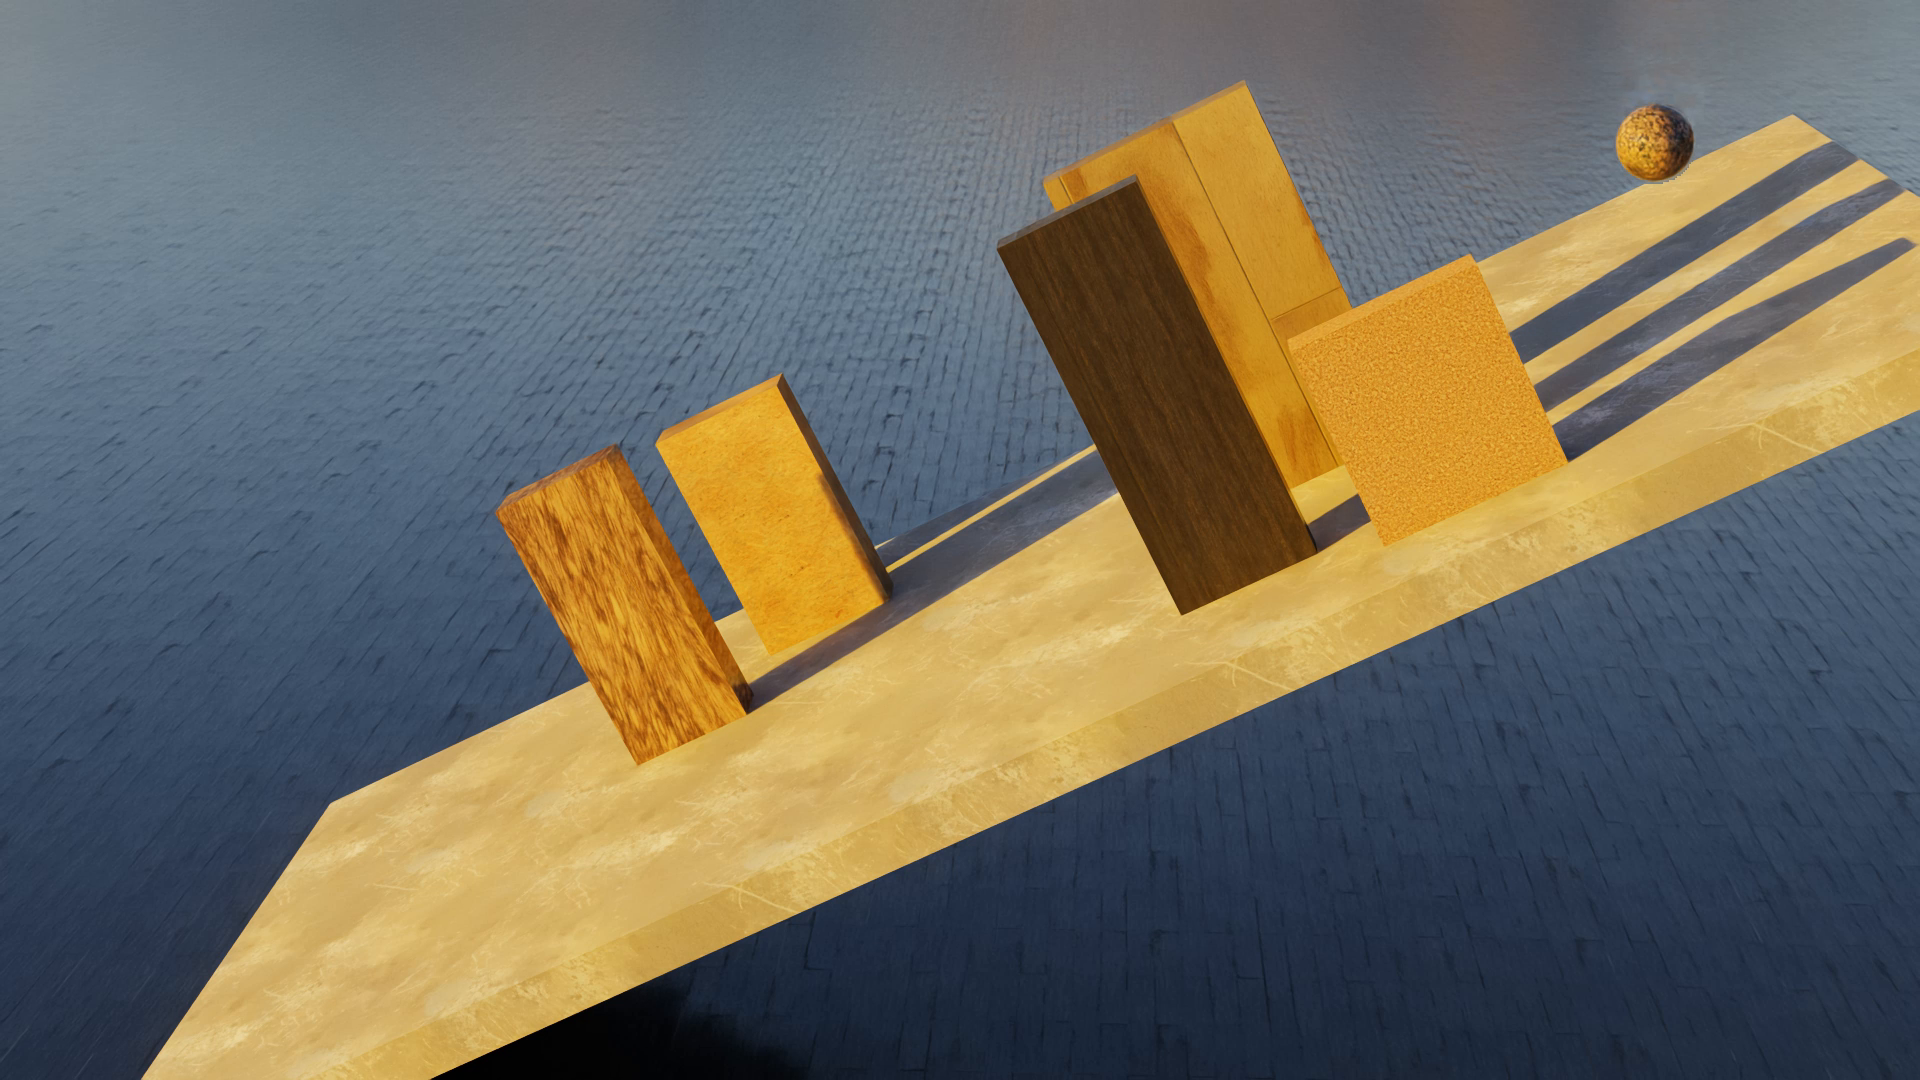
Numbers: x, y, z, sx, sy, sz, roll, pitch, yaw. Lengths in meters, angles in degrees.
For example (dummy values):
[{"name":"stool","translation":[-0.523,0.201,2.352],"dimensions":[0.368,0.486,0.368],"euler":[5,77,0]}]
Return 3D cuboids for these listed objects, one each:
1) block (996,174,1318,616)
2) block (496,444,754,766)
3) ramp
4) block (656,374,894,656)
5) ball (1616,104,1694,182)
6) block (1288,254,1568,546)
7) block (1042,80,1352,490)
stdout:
[{"name":"block","translation":[0.374,-0.268,5.531],"dimensions":[0.285,0.790,0.088],"euler":[-25,14,10]},{"name":"block","translation":[-0.730,0.143,6.447],"dimensions":[0.274,0.646,0.134],"euler":[-25,14,10]},{"name":"ramp","translation":[0.139,0.168,6.281],"dimensions":[4.000,0.100,2.000],"euler":[-25,14,10]},{"name":"block","translation":[-0.423,-0.057,6.771],"dimensions":[0.312,0.563,0.121],"euler":[-25,14,10]},{"name":"ball","translation":[1.356,-0.775,5.736],"dimensions":[0.150,0.150,0.150],"euler":[0,17,0]},{"name":"block","translation":[0.853,-0.254,5.373],"dimensions":[0.365,0.409,0.099],"euler":[-25,14,10]},{"name":"block","translation":[0.545,-0.476,5.976],"dimensions":[0.448,0.788,0.087],"euler":[-25,14,10]}]
